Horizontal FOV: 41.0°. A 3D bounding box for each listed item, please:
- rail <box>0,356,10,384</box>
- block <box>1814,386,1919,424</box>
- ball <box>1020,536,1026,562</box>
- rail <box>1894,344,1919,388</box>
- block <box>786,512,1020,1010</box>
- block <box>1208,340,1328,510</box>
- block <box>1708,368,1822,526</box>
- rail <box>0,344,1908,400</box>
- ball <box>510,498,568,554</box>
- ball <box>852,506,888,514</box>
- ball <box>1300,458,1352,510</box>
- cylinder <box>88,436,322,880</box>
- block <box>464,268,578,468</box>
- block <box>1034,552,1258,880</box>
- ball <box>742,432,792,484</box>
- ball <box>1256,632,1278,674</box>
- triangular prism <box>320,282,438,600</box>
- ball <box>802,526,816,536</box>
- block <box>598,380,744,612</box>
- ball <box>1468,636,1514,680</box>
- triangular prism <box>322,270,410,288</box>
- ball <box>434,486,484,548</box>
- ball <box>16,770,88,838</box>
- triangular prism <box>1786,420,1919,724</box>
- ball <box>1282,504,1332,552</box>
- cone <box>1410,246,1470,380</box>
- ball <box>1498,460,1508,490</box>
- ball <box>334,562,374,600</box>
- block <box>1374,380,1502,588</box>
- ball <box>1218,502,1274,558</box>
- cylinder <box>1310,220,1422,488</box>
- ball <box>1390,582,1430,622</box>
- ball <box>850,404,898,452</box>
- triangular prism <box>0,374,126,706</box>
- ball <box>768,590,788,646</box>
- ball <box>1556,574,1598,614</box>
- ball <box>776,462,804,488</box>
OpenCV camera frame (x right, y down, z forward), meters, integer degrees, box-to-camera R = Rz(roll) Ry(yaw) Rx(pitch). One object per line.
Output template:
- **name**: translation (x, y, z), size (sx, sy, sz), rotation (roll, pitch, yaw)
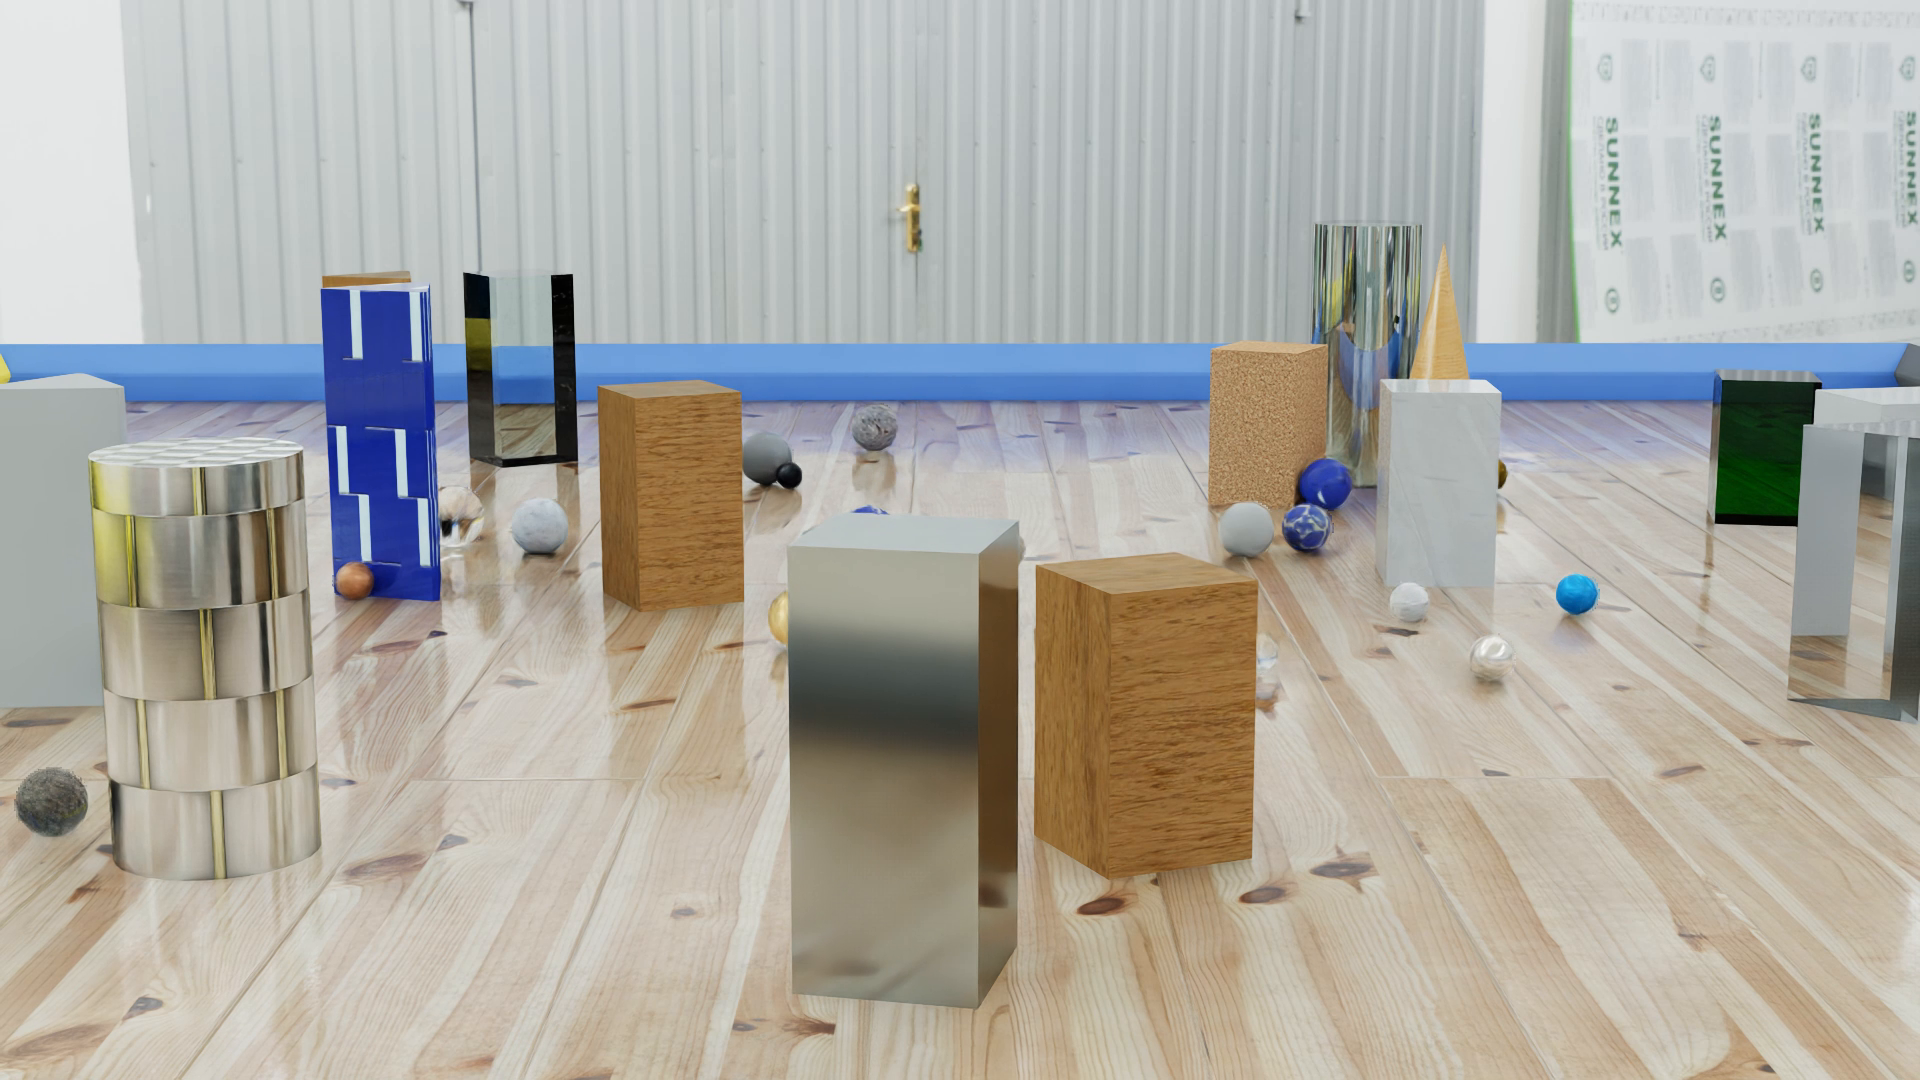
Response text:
- **rail**: translation (-2.053, 0.034, 3.438), size (0.045, 0.122, 4.331), rotation (0, 11, 0)
- **block**: translation (1.196, -0.032, 3.288), size (0.151, 0.309, 0.151), rotation (-2, 11, -12)
- **ball**: translation (0.065, 0.013, 3.721), size (0.061, 0.061, 0.061), rotation (0, 11, 0)
- **rail**: translation (2.053, 0.029, 3.461), size (0.045, 0.122, 4.331), rotation (0, 11, 0)
- **block**: translation (-0.042, 0.171, 2.054), size (0.151, 0.361, 0.151), rotation (2, 11, 13)
- **block**: translation (0.516, -0.194, 4.292), size (0.151, 0.259, 0.151), rotation (5, 12, 27)
- **block**: translation (1.293, -0.150, 4.130), size (0.151, 0.231, 0.151), rotation (2, 11, 11)
- **rail**: translation (-0.012, -0.361, 5.555), size (4.154, 0.122, 0.045), rotation (0, 11, 0)
- **ball**: translation (-0.628, -0.021, 3.834), size (0.086, 0.086, 0.086), rotation (0, 11, 0)
- **ball**: translation (-0.135, -0.011, 3.773), size (0.080, 0.080, 0.080), rotation (0, 11, 0)
- **ball**: translation (0.601, -0.092, 4.217), size (0.086, 0.086, 0.086), rotation (0, 11, 0)
- **cylinder**: translation (-0.695, 0.105, 2.369), size (0.188, 0.377, 0.188), rotation (0, 11, 0)
- **block**: translation (-0.809, -0.319, 4.728), size (0.151, 0.345, 0.151), rotation (-7, 13, -33)
- **block**: translation (0.171, 0.159, 2.388), size (0.151, 0.263, 0.151), rotation (-5, 12, -24)
- **ball**: translation (-0.339, -0.143, 4.472), size (0.092, 0.092, 0.092), rotation (0, 11, 0)
- **ball**: translation (0.359, 0.136, 3.092), size (0.050, 0.050, 0.050), rotation (0, 11, 0)
- **triangular prism**: translation (-0.769, -0.142, 3.563), size (0.163, 0.423, 0.141), rotation (4, 11, 19)
- **ball**: translation (-0.201, 0.012, 3.708), size (0.068, 0.068, 0.068), rotation (0, 11, 0)
- **block**: translation (-0.396, -0.064, 3.512), size (0.151, 0.288, 0.151), rotation (-5, 12, -27)
- **ball**: translation (0.633, 0.140, 3.057), size (0.054, 0.054, 0.054), rotation (0, 11, 0)
- **triangular prism**: translation (-0.969, -0.266, 4.365), size (0.163, 0.373, 0.141), rotation (3, 11, 16)
- **ball**: translation (-0.770, -0.036, 3.895), size (0.094, 0.094, 0.094), rotation (0, 11, 0)
- **ball**: translation (-0.863, 0.250, 2.440), size (0.064, 0.064, 0.064), rotation (0, 11, 0)
- **triangular prism**: translation (1.064, 0.029, 2.932), size (0.141, 0.320, 0.163), rotation (-10, 15, -44)
- **ball**: translation (0.520, -0.018, 3.854), size (0.074, 0.074, 0.074), rotation (0, 11, 0)
- **cone**: translation (0.797, -0.278, 4.260), size (0.188, 0.435, 0.188), rotation (0, 11, 0)
- **ball**: translation (0.897, -0.112, 4.359), size (0.065, 0.065, 0.065), rotation (0, 11, 0)
- **ball**: translation (-0.829, 0.056, 3.512), size (0.053, 0.053, 0.053), rotation (0, 11, 0)
- **block**: translation (0.679, -0.083, 3.655), size (0.151, 0.274, 0.151), rotation (1, 11, 3)
- **ball**: translation (0.425, -0.015, 3.812), size (0.083, 0.083, 0.083), rotation (0, 11, 0)
- **cylinder**: translation (0.706, -0.327, 4.483), size (0.188, 0.451, 0.188), rotation (0, 11, 0)
- **ball**: translation (0.592, 0.082, 3.378), size (0.052, 0.052, 0.052), rotation (0, 11, 0)
- **ball**: translation (-0.162, -0.212, 4.851), size (0.088, 0.088, 0.088), rotation (0, 11, 0)
- **triangular prism**: translation (-1.027, -0.003, 2.976), size (0.163, 0.366, 0.141), rotation (-1, 11, -4)
- **ball**: translation (-0.203, 0.098, 3.222), size (0.077, 0.077, 0.077), rotation (0, 11, 0)
- **ball**: translation (0.823, 0.072, 3.424), size (0.054, 0.054, 0.054), rotation (0, 11, 0)
- **ball**: translation (-0.294, -0.112, 4.429), size (0.046, 0.046, 0.046), rotation (0, 11, 0)
